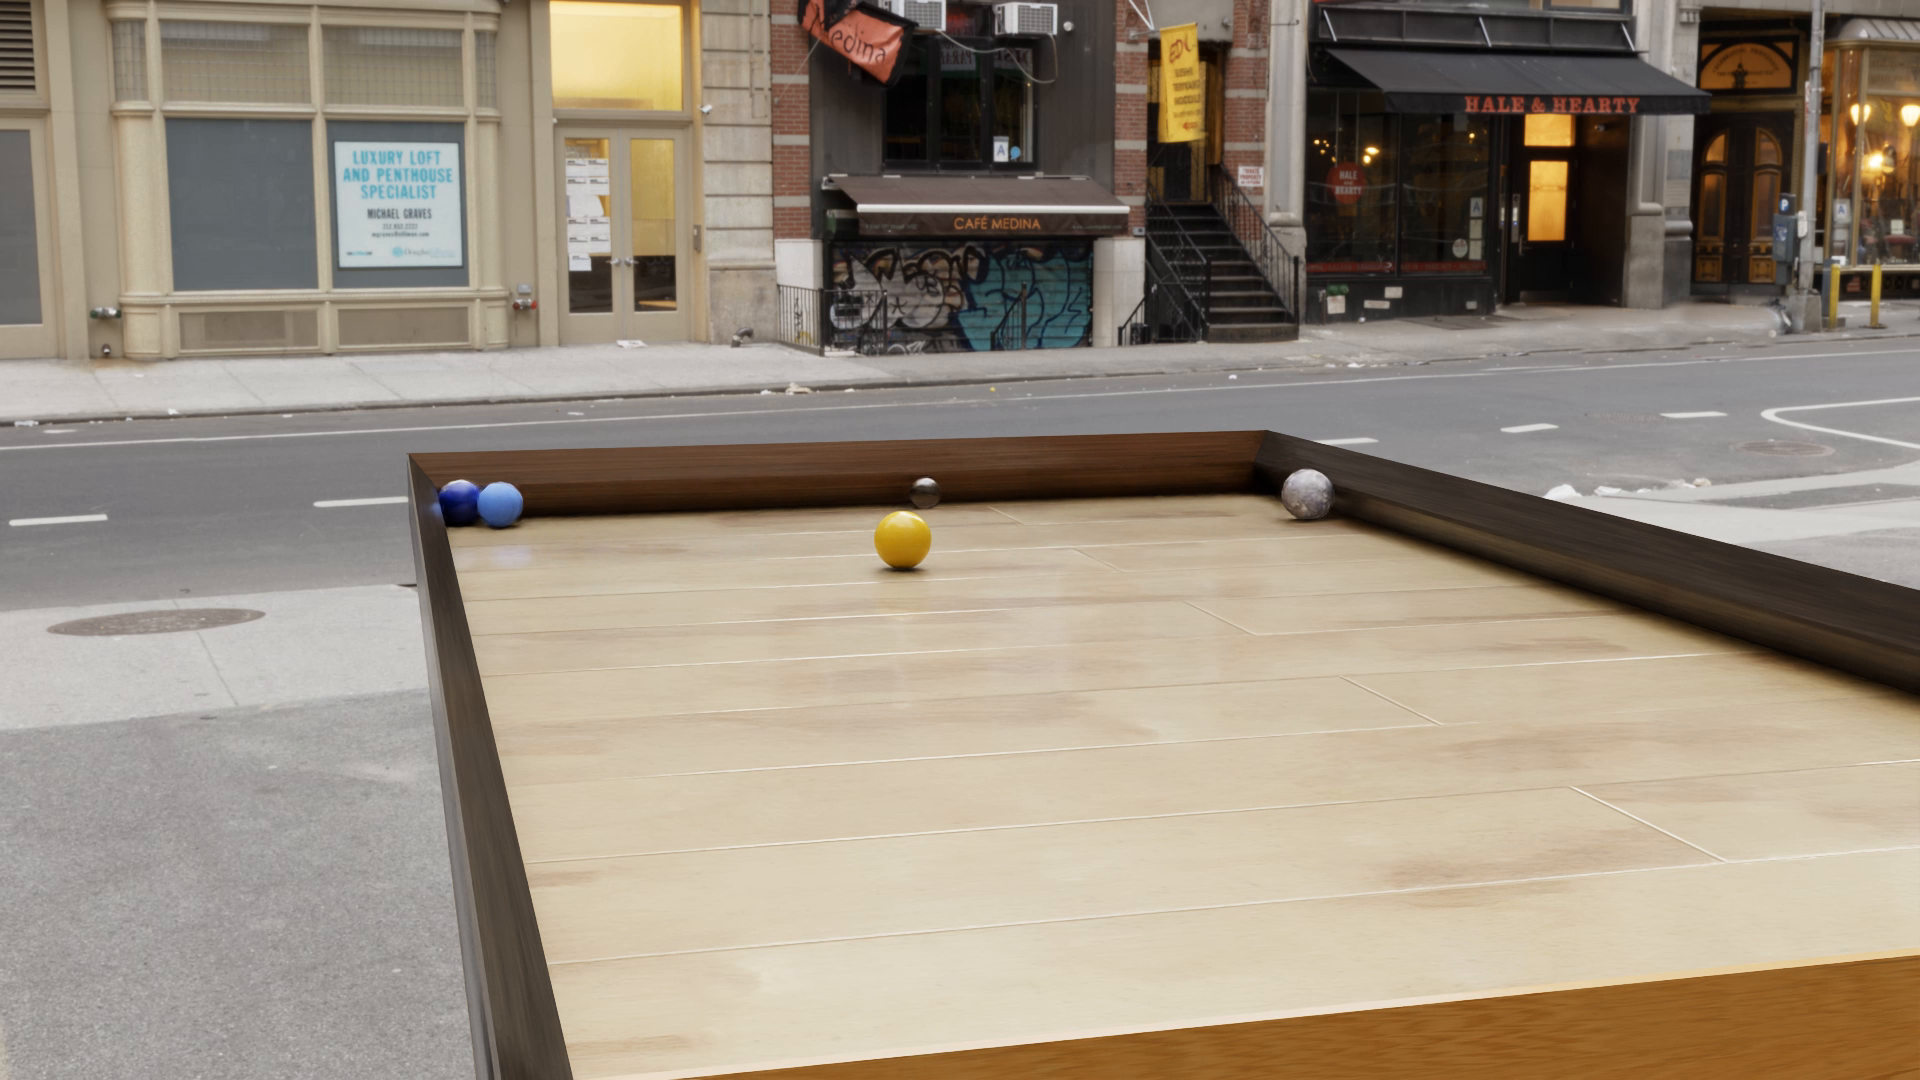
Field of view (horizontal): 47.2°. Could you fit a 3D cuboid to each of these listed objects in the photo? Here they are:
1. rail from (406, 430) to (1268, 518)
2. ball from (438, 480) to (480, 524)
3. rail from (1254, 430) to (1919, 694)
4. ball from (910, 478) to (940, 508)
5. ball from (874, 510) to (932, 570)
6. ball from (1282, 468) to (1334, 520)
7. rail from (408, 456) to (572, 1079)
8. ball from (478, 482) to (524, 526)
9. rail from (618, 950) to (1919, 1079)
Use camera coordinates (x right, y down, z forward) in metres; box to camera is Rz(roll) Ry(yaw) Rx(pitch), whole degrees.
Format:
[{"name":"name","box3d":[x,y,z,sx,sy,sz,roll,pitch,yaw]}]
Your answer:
[{"name":"rail","box3d":[-0.175,-0.117,3.924,1.572,0.113,0.045,-2,9,-15]},{"name":"ball","box3d":[-0.840,-0.063,3.695,0.075,0.075,0.075,0,9,0]},{"name":"rail","box3d":[0.918,0.053,2.786,0.045,0.113,2.831,-2,9,-15]},{"name":"ball","box3d":[-0.063,-0.084,3.905,0.054,0.054,0.054,0,9,0]},{"name":"ball","box3d":[-0.084,0.000,3.239,0.086,0.086,0.086,0,9,0]},{"name":"ball","box3d":[0.593,-0.078,3.754,0.087,0.087,0.087,0,9,0]},{"name":"rail","box3d":[-0.556,0.111,2.400,0.045,0.113,2.831,-2,9,-15]},{"name":"ball","box3d":[-0.767,-0.059,3.669,0.075,0.075,0.075,0,9,0]},{"name":"rail","box3d":[0.537,0.282,1.262,1.572,0.113,0.045,-2,9,-15]}]
